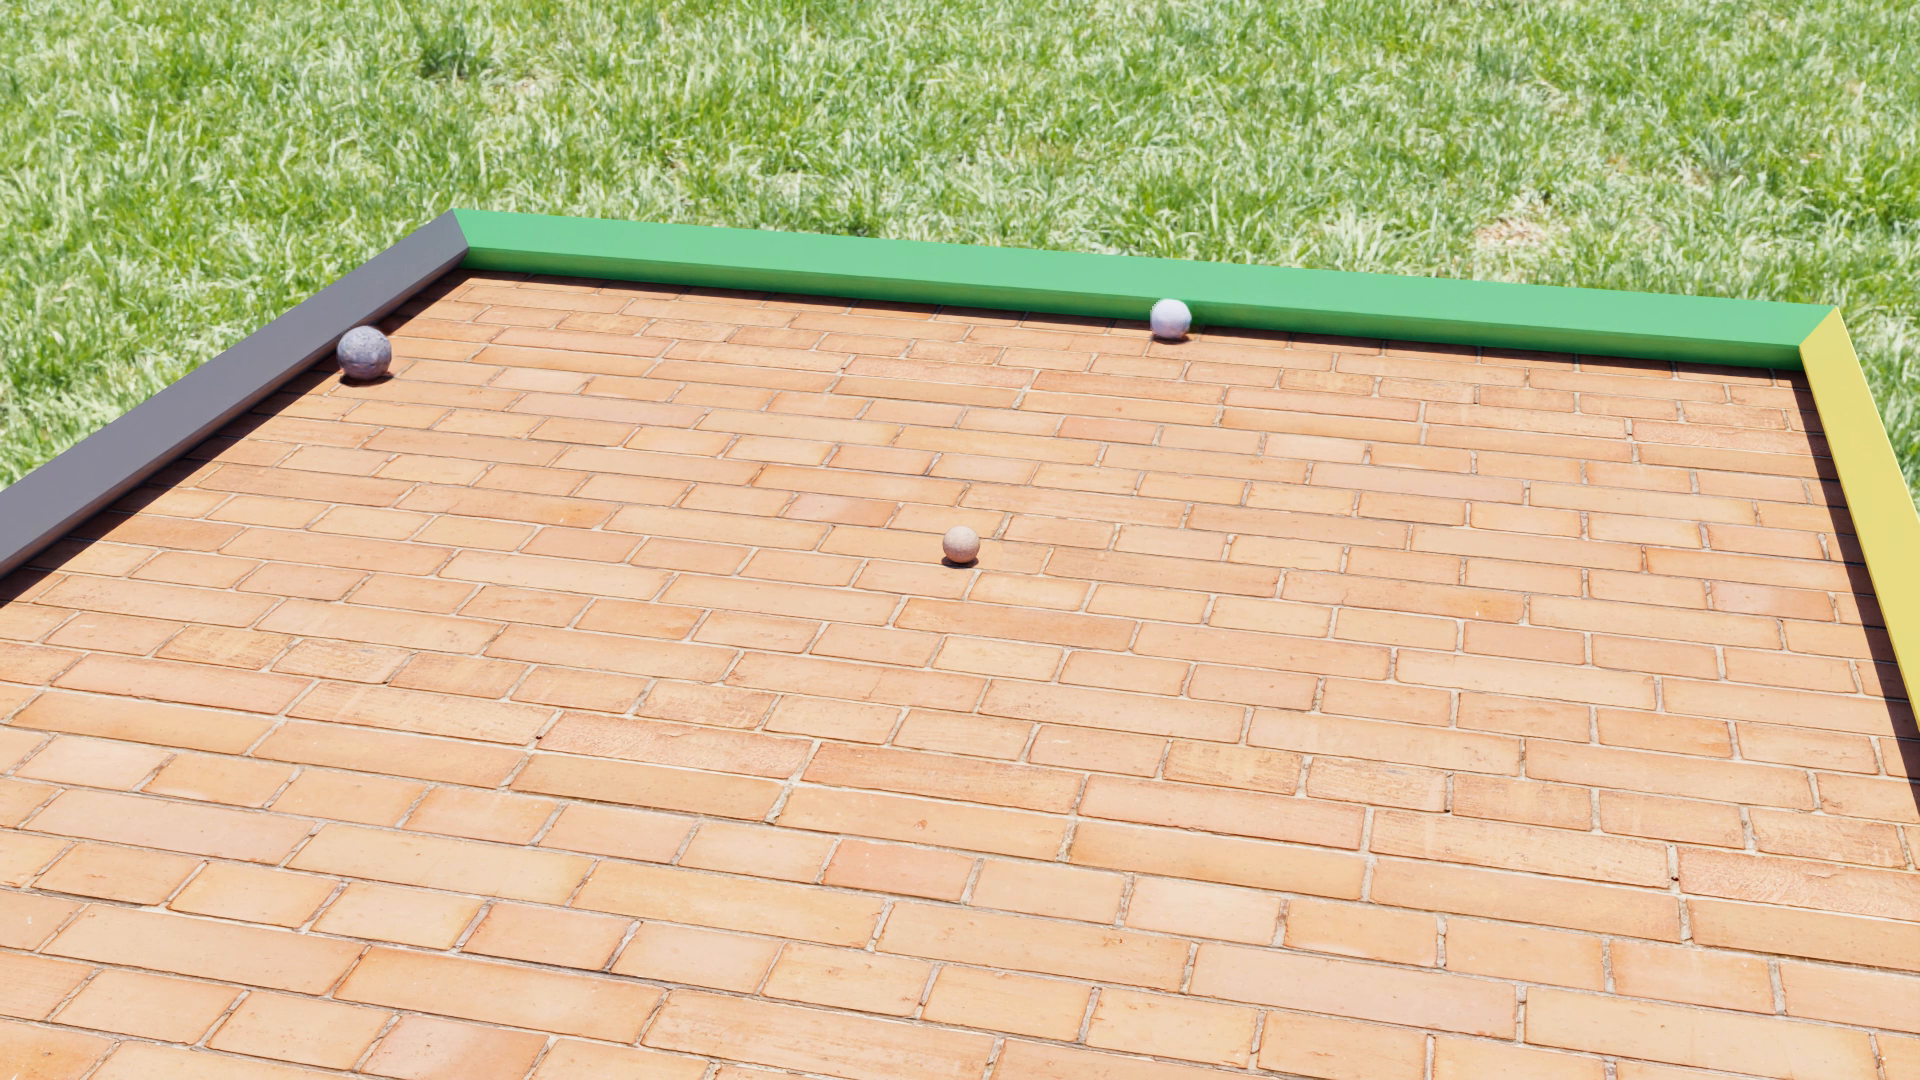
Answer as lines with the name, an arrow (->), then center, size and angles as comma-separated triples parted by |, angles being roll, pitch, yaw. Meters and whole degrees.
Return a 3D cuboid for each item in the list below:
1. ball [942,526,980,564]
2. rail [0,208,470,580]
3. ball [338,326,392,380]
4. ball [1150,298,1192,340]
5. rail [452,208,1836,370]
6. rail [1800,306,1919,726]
ball -> 0.001, 0.005, 2.350 | 0.041, 0.041, 0.041 | 0, 25, 0
rail -> -1.114, 0.225, 1.811 | 0.045, 0.090, 3.307 | 6, 25, 12
ball -> -0.771, -0.242, 2.851 | 0.069, 0.069, 0.069 | 0, 25, 0
ball -> 0.287, -0.301, 2.994 | 0.055, 0.055, 0.055 | 0, 25, 0
rail -> 0.186, -0.347, 3.051 | 1.944, 0.090, 0.045 | 6, 25, 12
rail -> 0.731, 0.409, 1.412 | 0.045, 0.090, 3.307 | 6, 25, 12
